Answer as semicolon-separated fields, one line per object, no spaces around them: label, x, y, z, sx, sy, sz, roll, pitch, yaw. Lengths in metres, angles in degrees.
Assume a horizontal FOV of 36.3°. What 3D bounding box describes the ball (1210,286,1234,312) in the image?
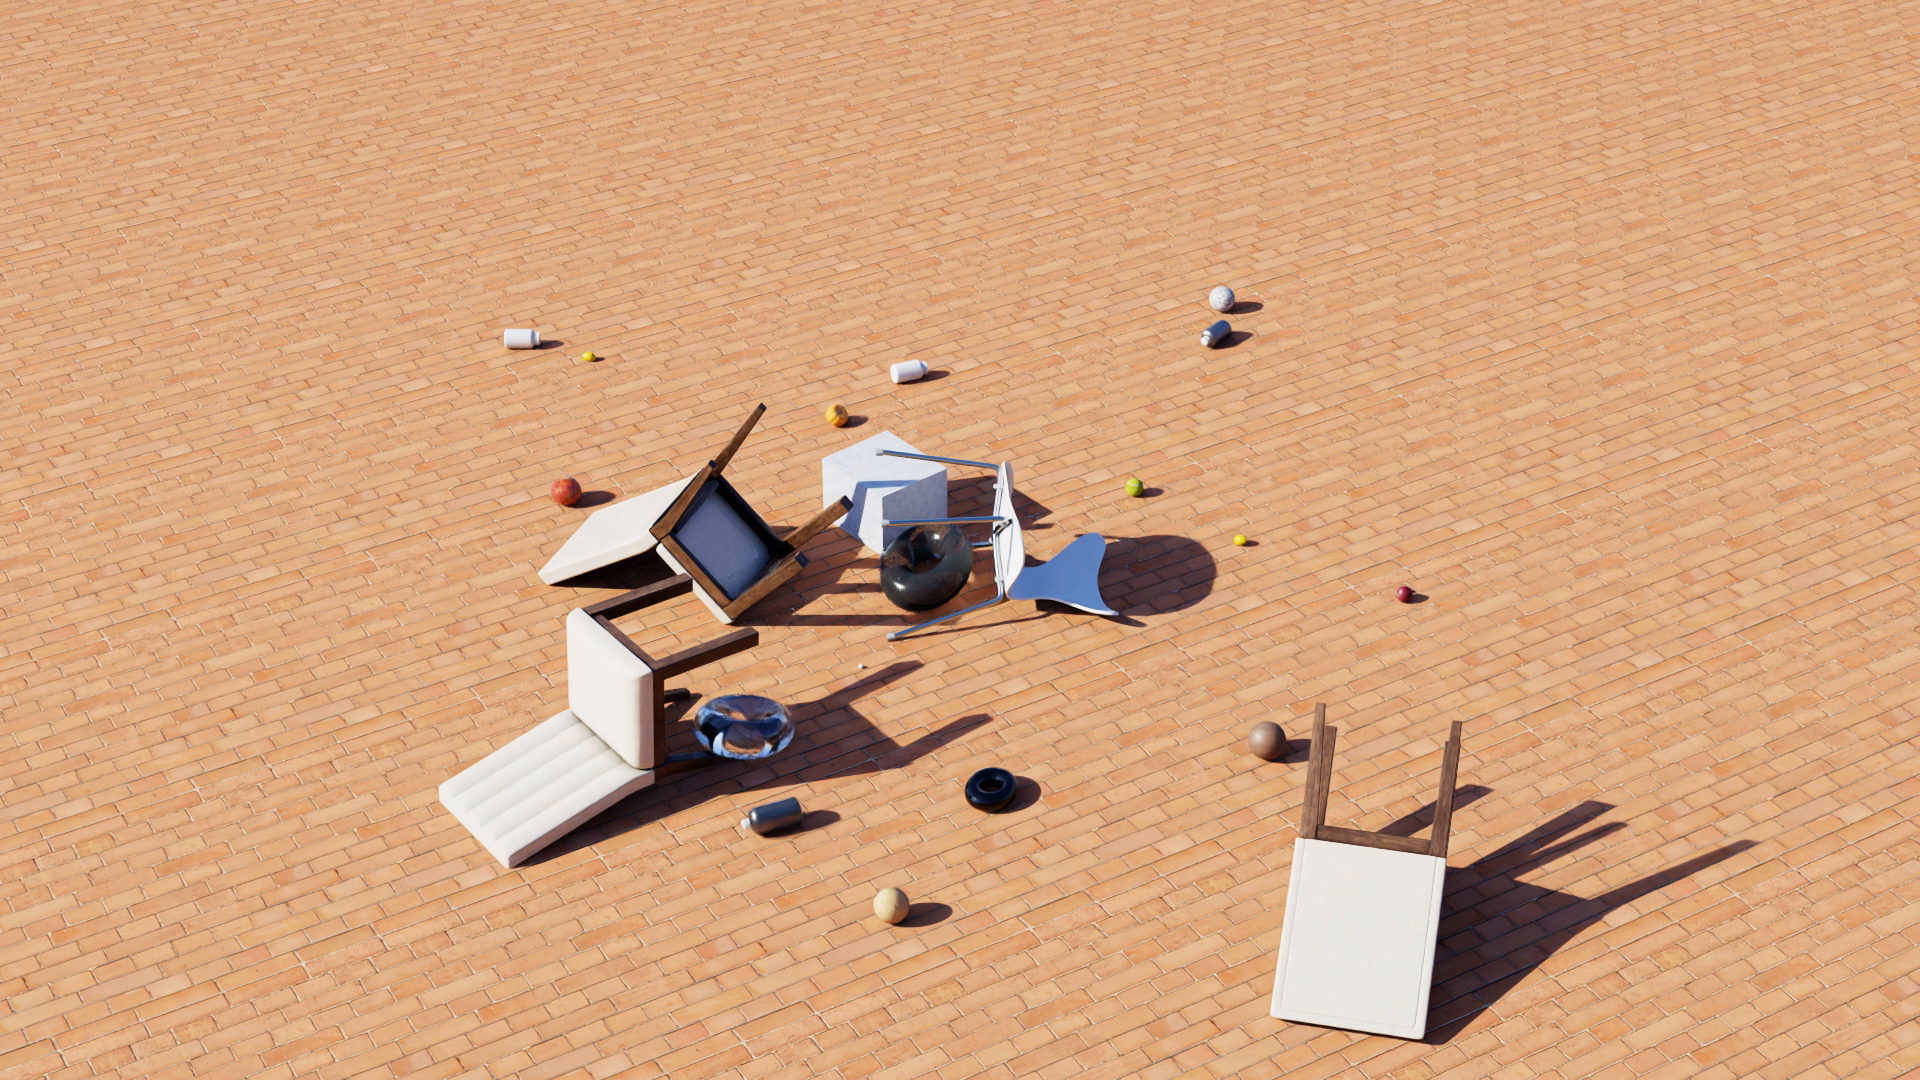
ball;1.107;-1.019;12.393;0.108;0.108;0.108;0;33;0

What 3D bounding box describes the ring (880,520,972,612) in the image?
ring;-0.122;0.093;10.630;0.331;0.145;0.415;7;46;21

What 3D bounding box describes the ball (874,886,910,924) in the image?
ball;-0.213;1.136;9.117;0.113;0.113;0.113;0;33;0

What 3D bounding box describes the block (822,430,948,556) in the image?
block;-0.281;-0.177;10.977;0.311;0.259;0.354;-25;41;-33

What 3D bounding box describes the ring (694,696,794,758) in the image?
ring;-0.722;0.623;9.817;0.323;0.133;0.369;18;20;28

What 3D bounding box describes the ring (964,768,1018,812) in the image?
ring;0.102;0.820;9.643;0.173;0.064;0.208;11;34;18
